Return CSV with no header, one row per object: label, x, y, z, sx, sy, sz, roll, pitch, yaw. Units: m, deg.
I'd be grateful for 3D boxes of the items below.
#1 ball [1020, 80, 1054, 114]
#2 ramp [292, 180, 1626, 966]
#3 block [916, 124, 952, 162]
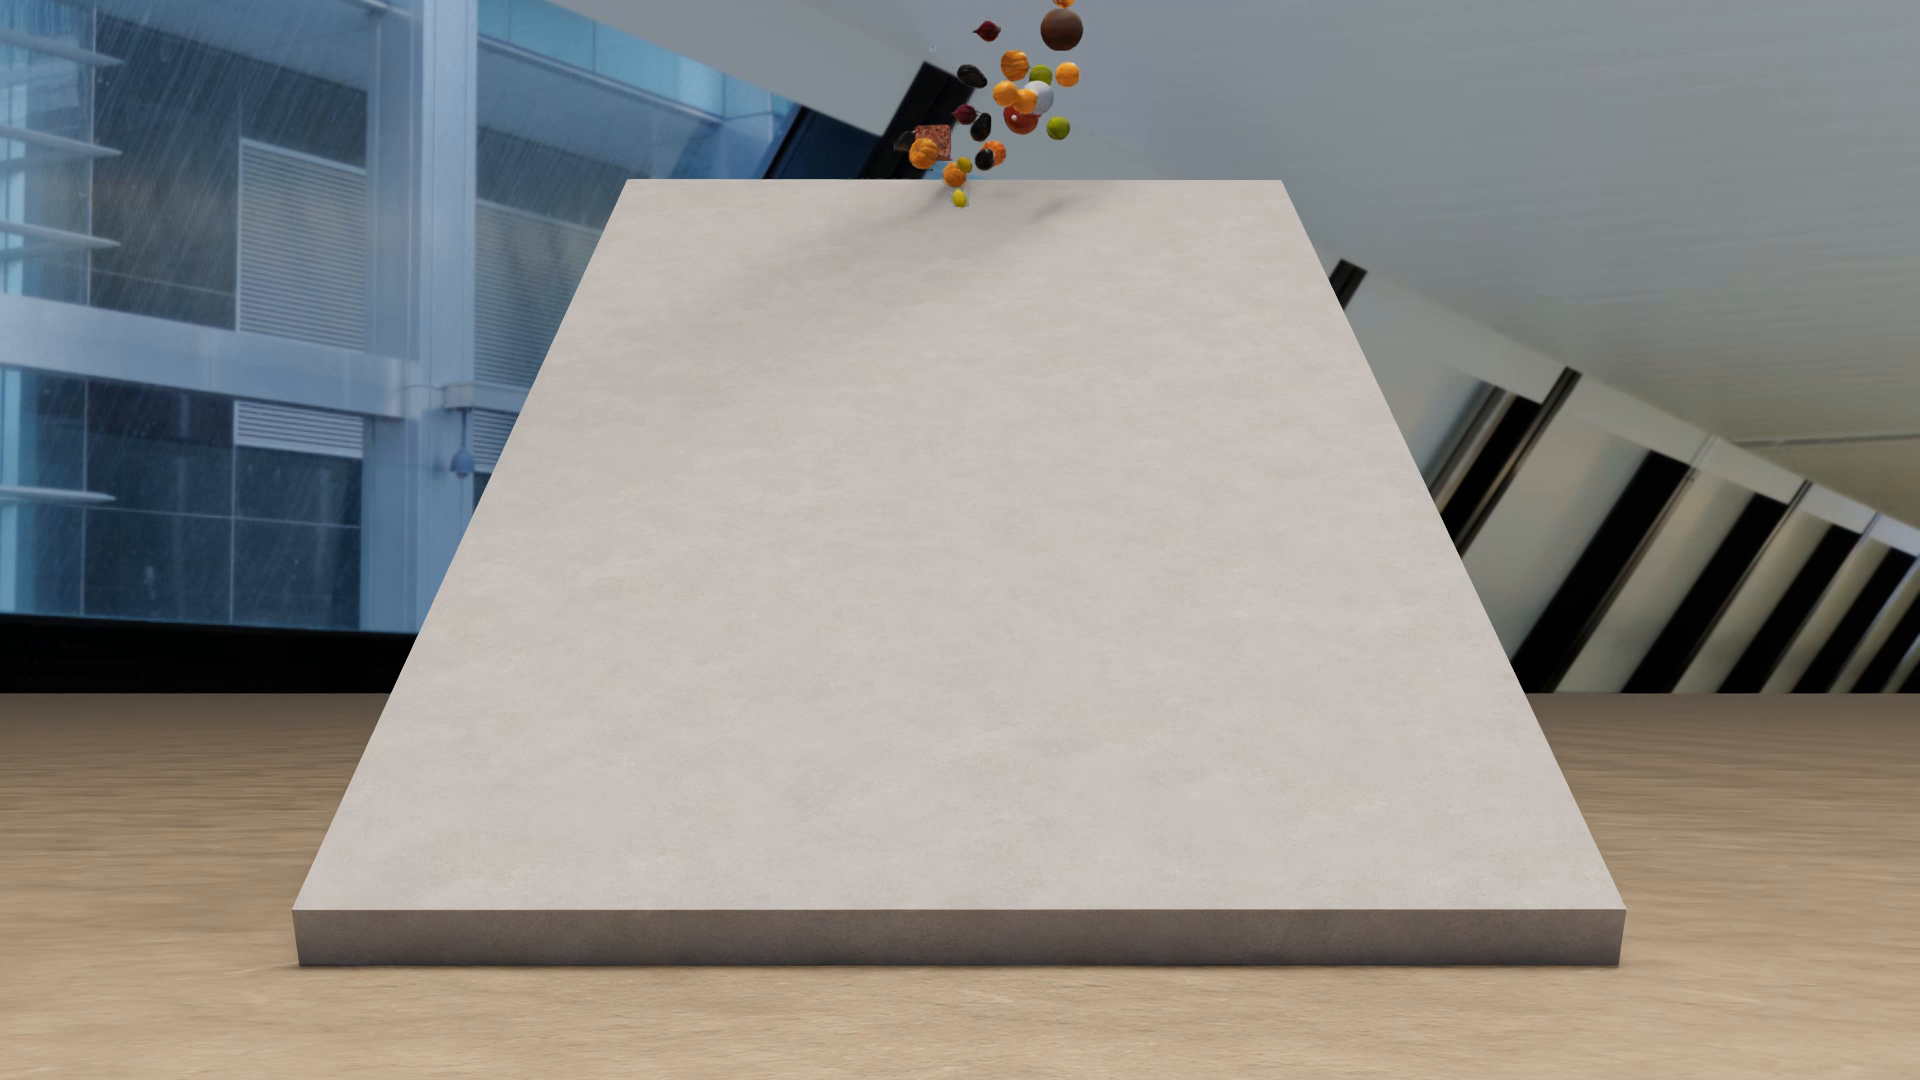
ball,0.223,-1.275,6.723,0.096,0.096,0.096,0,-4,0
ramp,-0.008,-0.229,5.337,2.000,0.100,4.000,0,24,0
block,-0.078,-1.174,6.901,0.096,0.096,0.096,-3,3,4
